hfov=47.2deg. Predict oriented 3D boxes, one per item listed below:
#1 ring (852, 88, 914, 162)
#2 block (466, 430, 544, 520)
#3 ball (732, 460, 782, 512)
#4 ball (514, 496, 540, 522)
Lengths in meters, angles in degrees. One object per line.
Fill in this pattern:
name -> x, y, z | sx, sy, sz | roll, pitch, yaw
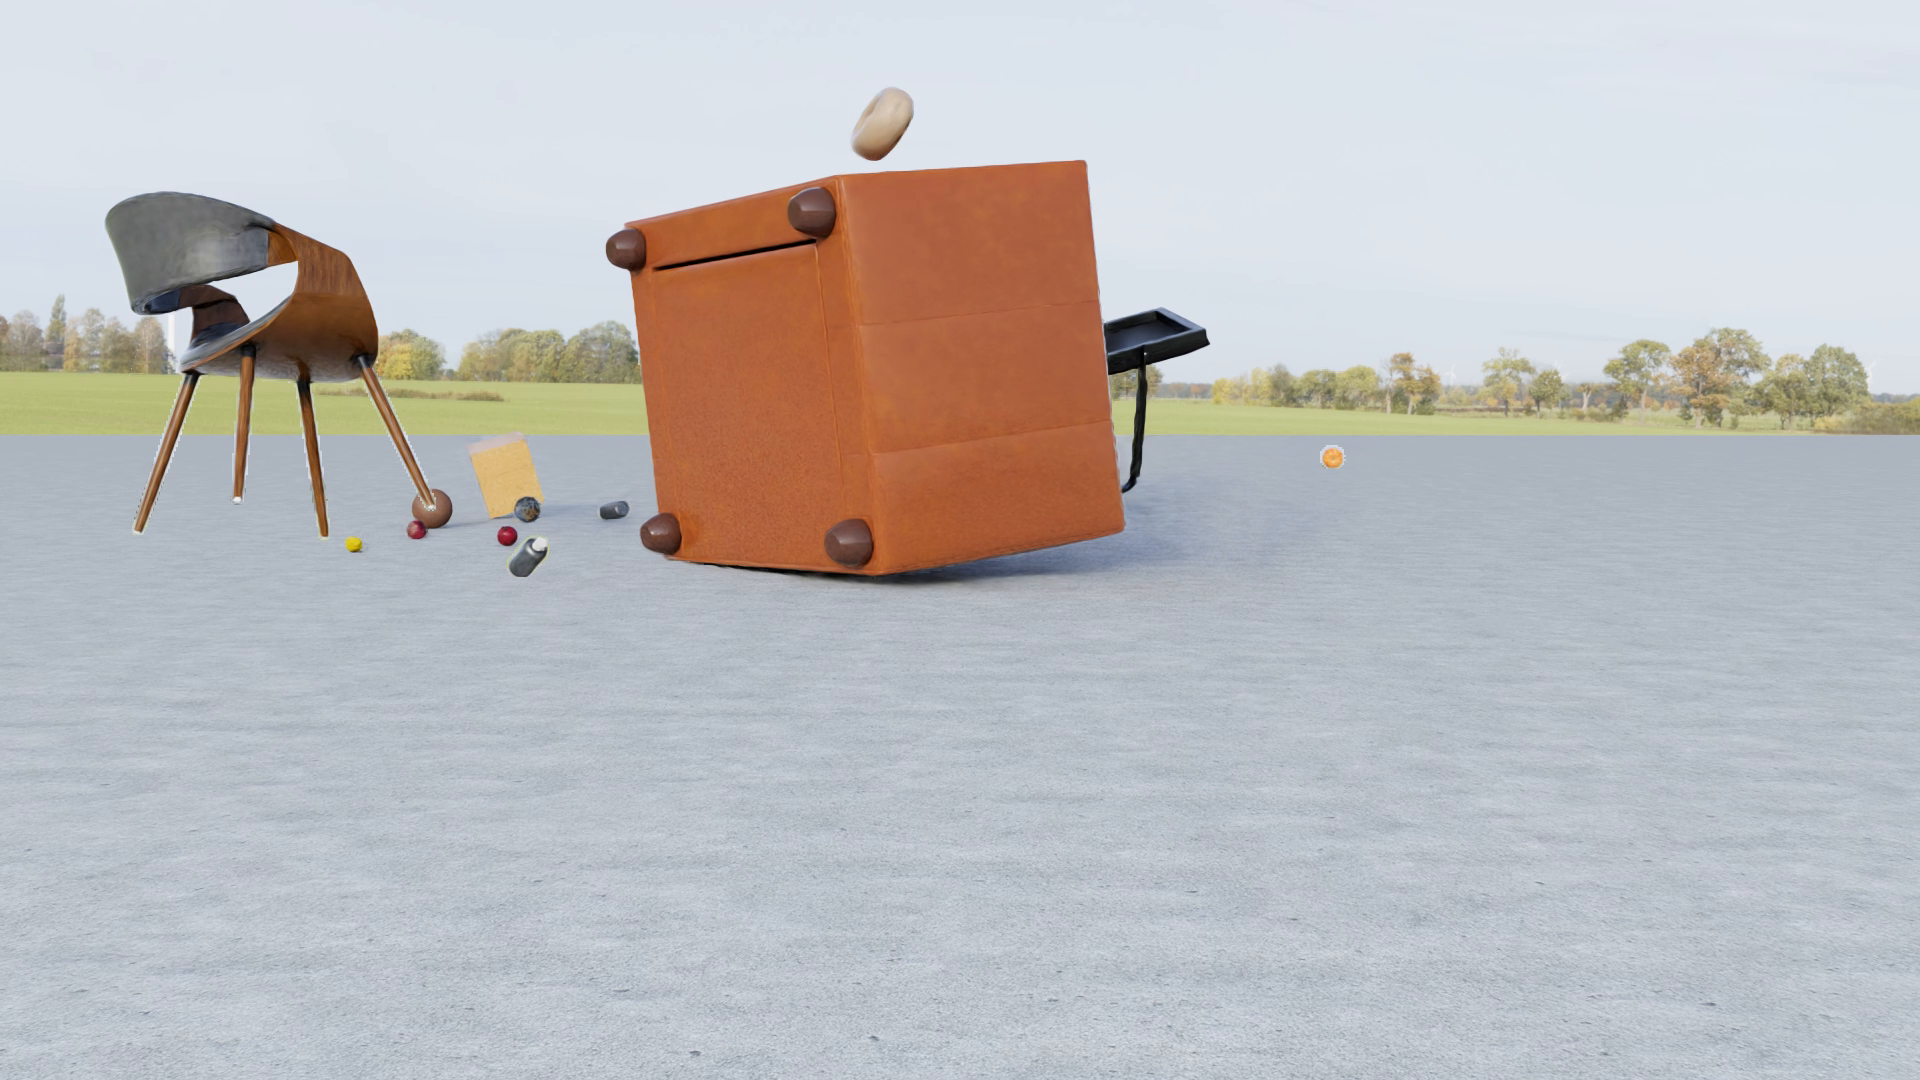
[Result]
ring -> -0.182, -0.976, 5.161 | 0.087, 0.170, 0.242 | 29, -17, -16
block -> -1.582, -0.230, 7.654 | 0.193, 0.236, 0.165 | -18, 19, -12
ball -> -0.745, -0.200, 8.093 | 0.186, 0.186, 0.186 | 0, 4, 0
ball -> -1.456, -0.103, 7.399 | 0.089, 0.089, 0.089 | 0, 4, 0
